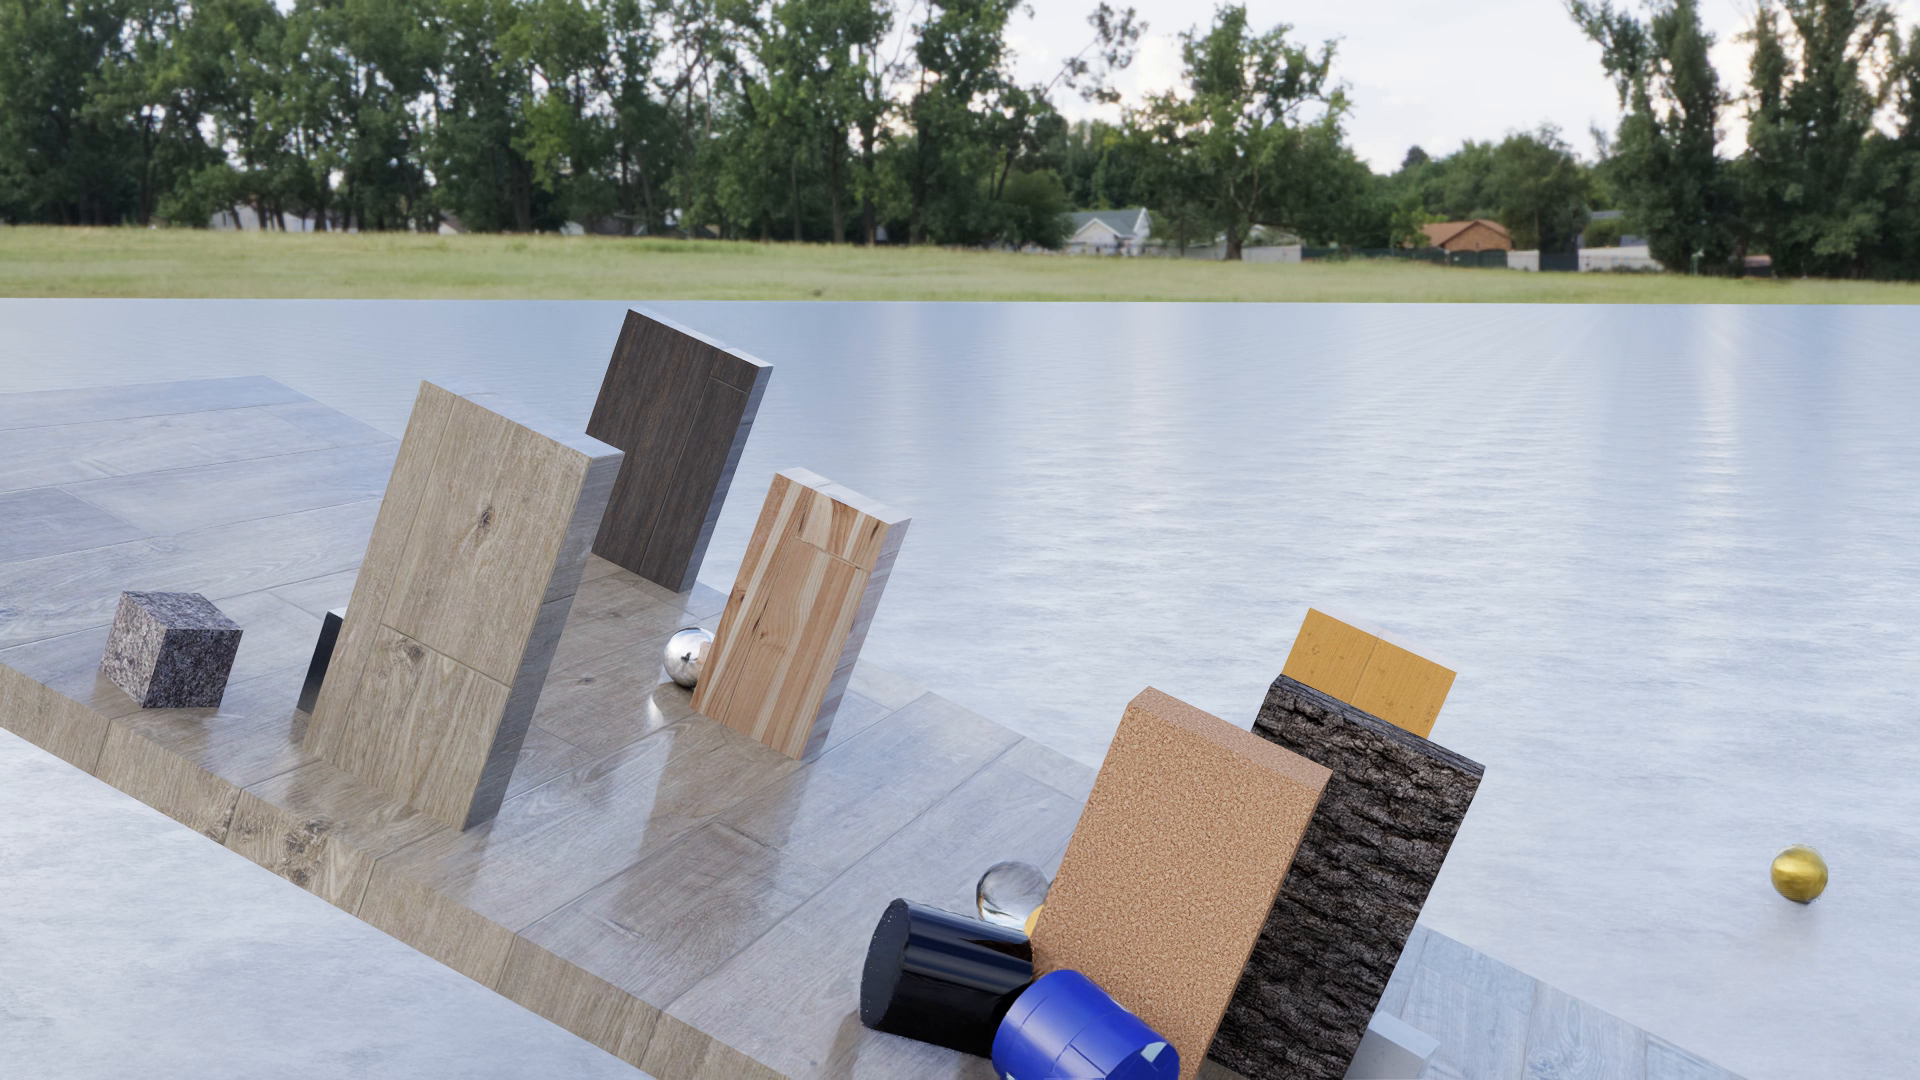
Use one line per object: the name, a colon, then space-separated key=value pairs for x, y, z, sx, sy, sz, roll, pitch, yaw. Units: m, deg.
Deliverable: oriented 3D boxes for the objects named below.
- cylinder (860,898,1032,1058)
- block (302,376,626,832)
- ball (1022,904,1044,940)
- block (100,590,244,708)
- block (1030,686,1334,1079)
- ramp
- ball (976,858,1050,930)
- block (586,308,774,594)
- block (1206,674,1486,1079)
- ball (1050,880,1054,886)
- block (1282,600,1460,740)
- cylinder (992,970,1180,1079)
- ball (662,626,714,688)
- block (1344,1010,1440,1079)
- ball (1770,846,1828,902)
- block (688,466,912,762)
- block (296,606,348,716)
cylinder: x=-0.023 y=0.681 z=3.414 sx=0.204 sy=0.204 sz=0.204 roll=18 pitch=2 yaw=-16
block: x=-0.801 y=0.101 z=3.527 sx=0.314 sy=0.652 sz=0.114 roll=24 pitch=13 yaw=13
ball: x=0.174 y=0.696 z=3.838 sx=0.131 sy=0.131 sz=0.131 roll=0 pitch=7 yaw=0
block: x=-1.285 y=0.178 z=3.584 sx=0.141 sy=0.141 sz=0.141 roll=30 pitch=15 yaw=34
block: x=0.314 y=0.579 z=3.478 sx=0.319 sy=0.602 sz=0.149 roll=24 pitch=13 yaw=13
ramp: x=-0.308 y=0.547 z=4.196 sx=4.000 sy=0.100 sz=2.000 roll=24 pitch=13 yaw=13
ball: x=0.095 y=0.639 z=3.931 sx=0.137 sy=0.137 sz=0.137 roll=0 pitch=7 yaw=0
block: x=-0.701 y=-0.210 z=5.157 sx=0.352 sy=0.573 sz=0.086 roll=24 pitch=13 yaw=13
block: x=0.582 y=0.600 z=3.730 sx=0.372 sy=0.643 sz=0.108 roll=24 pitch=13 yaw=13
ball: x=0.211 y=0.671 z=4.008 sx=0.129 sy=0.129 sz=0.129 roll=0 pitch=7 yaw=0
block: x=0.699 y=0.490 z=4.302 sx=0.301 sy=0.676 sz=0.105 roll=24 pitch=13 yaw=13
cylinder: x=0.189 y=0.789 z=3.320 sx=0.201 sy=0.201 sz=0.201 roll=-6 pitch=28 yaw=-42
ball: x=-0.550 y=0.243 z=4.546 sx=0.126 sy=0.126 sz=0.126 roll=0 pitch=7 yaw=0
block: x=0.759 y=0.923 z=3.884 sx=0.116 sy=0.116 sz=0.116 roll=27 pitch=14 yaw=22
ball: x=2.480 y=0.988 z=6.498 sx=0.163 sy=0.163 sz=0.163 roll=0 pitch=7 yaw=0
block: x=-0.322 y=0.146 z=4.421 sx=0.257 sy=0.519 sz=0.134 roll=24 pitch=13 yaw=13
block: x=-0.982 y=0.230 z=3.767 sx=0.182 sy=0.182 sz=0.182 roll=25 pitch=13 yaw=17
